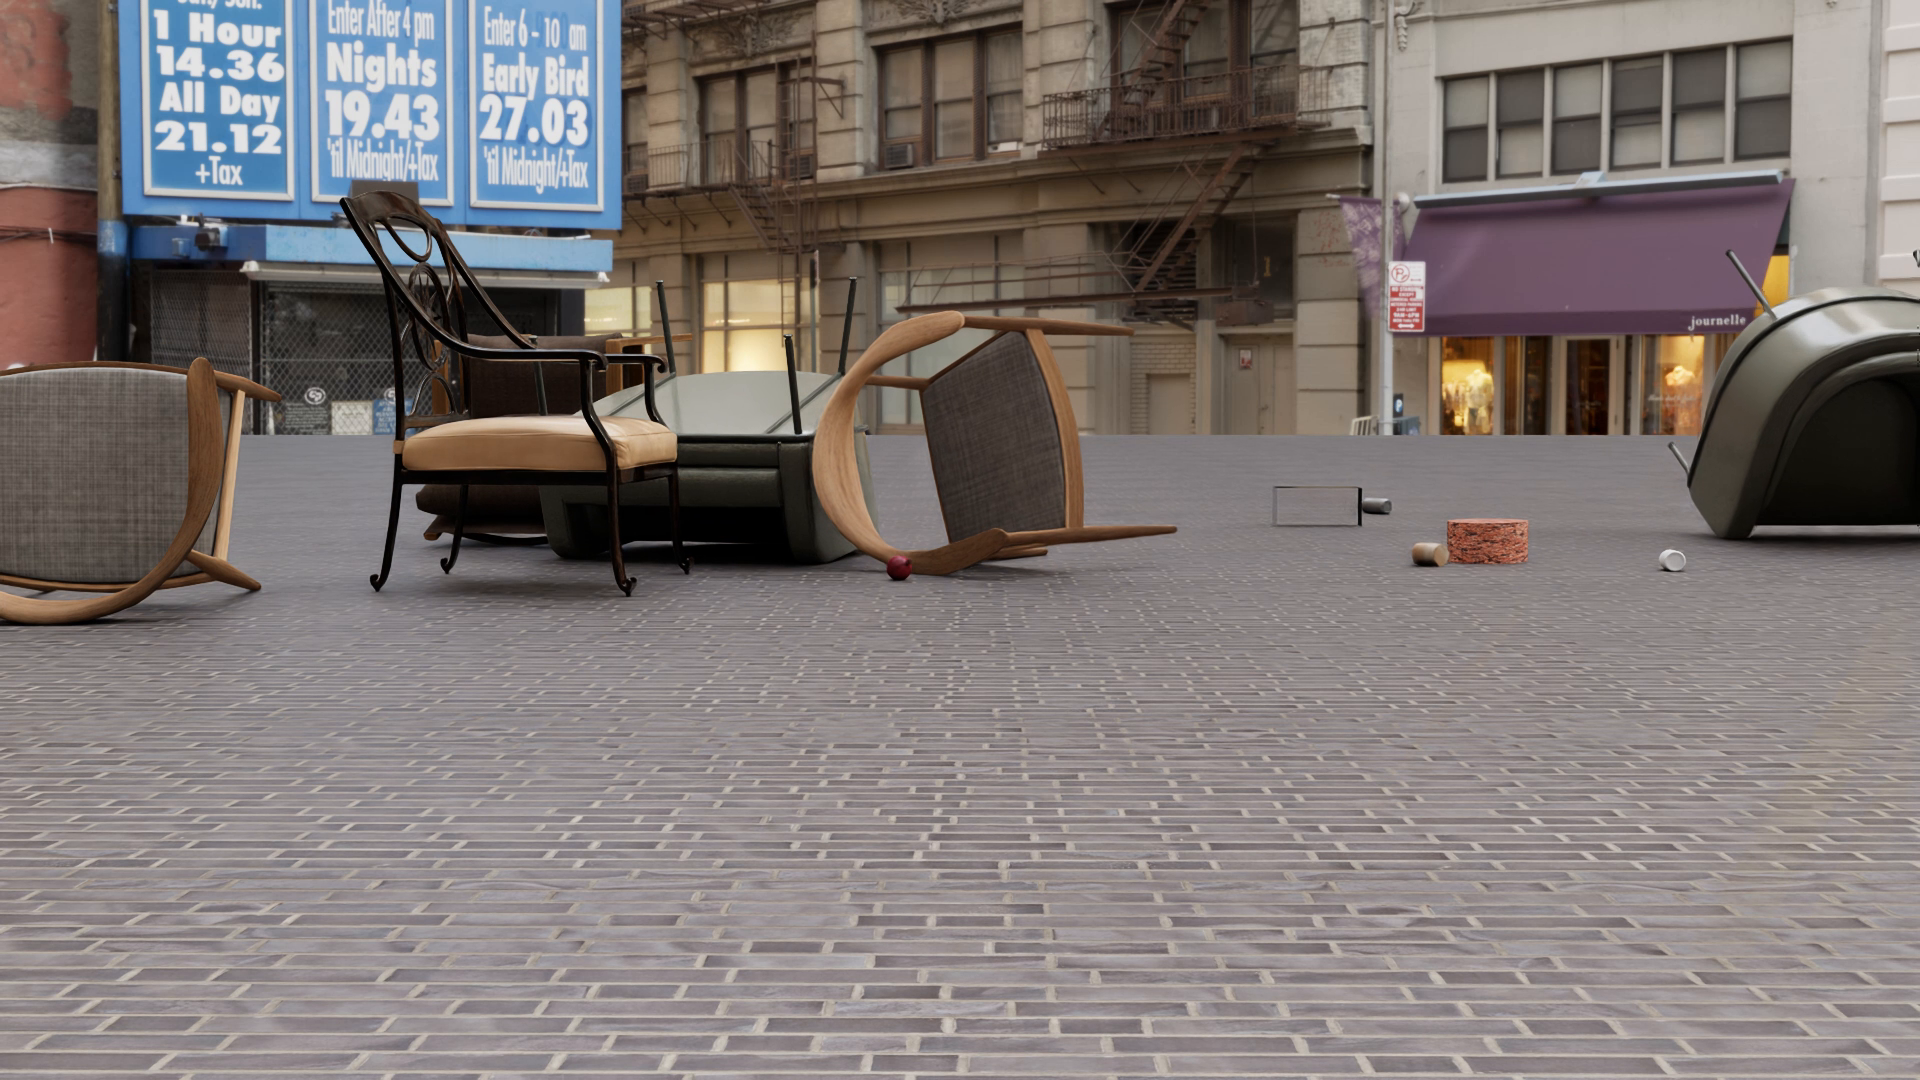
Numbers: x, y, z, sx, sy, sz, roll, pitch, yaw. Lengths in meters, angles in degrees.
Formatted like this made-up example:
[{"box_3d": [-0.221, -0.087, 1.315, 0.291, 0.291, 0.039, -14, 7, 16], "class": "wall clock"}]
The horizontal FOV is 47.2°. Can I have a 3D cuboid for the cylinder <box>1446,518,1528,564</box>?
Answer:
[{"box_3d": [1.380, 0.002, 5.753, 0.235, 0.105, 0.184, -3, 5, -36], "class": "cylinder"}]

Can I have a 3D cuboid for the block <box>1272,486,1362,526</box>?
[{"box_3d": [1.178, -0.111, 7.257, 0.277, 0.125, 0.120, 0, 4, 1], "class": "block"}]

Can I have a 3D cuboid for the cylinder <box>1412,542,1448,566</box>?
[{"box_3d": [1.197, 0.037, 5.596, 0.072, 0.056, 0.057, 5, -38, 51], "class": "cylinder"}]
